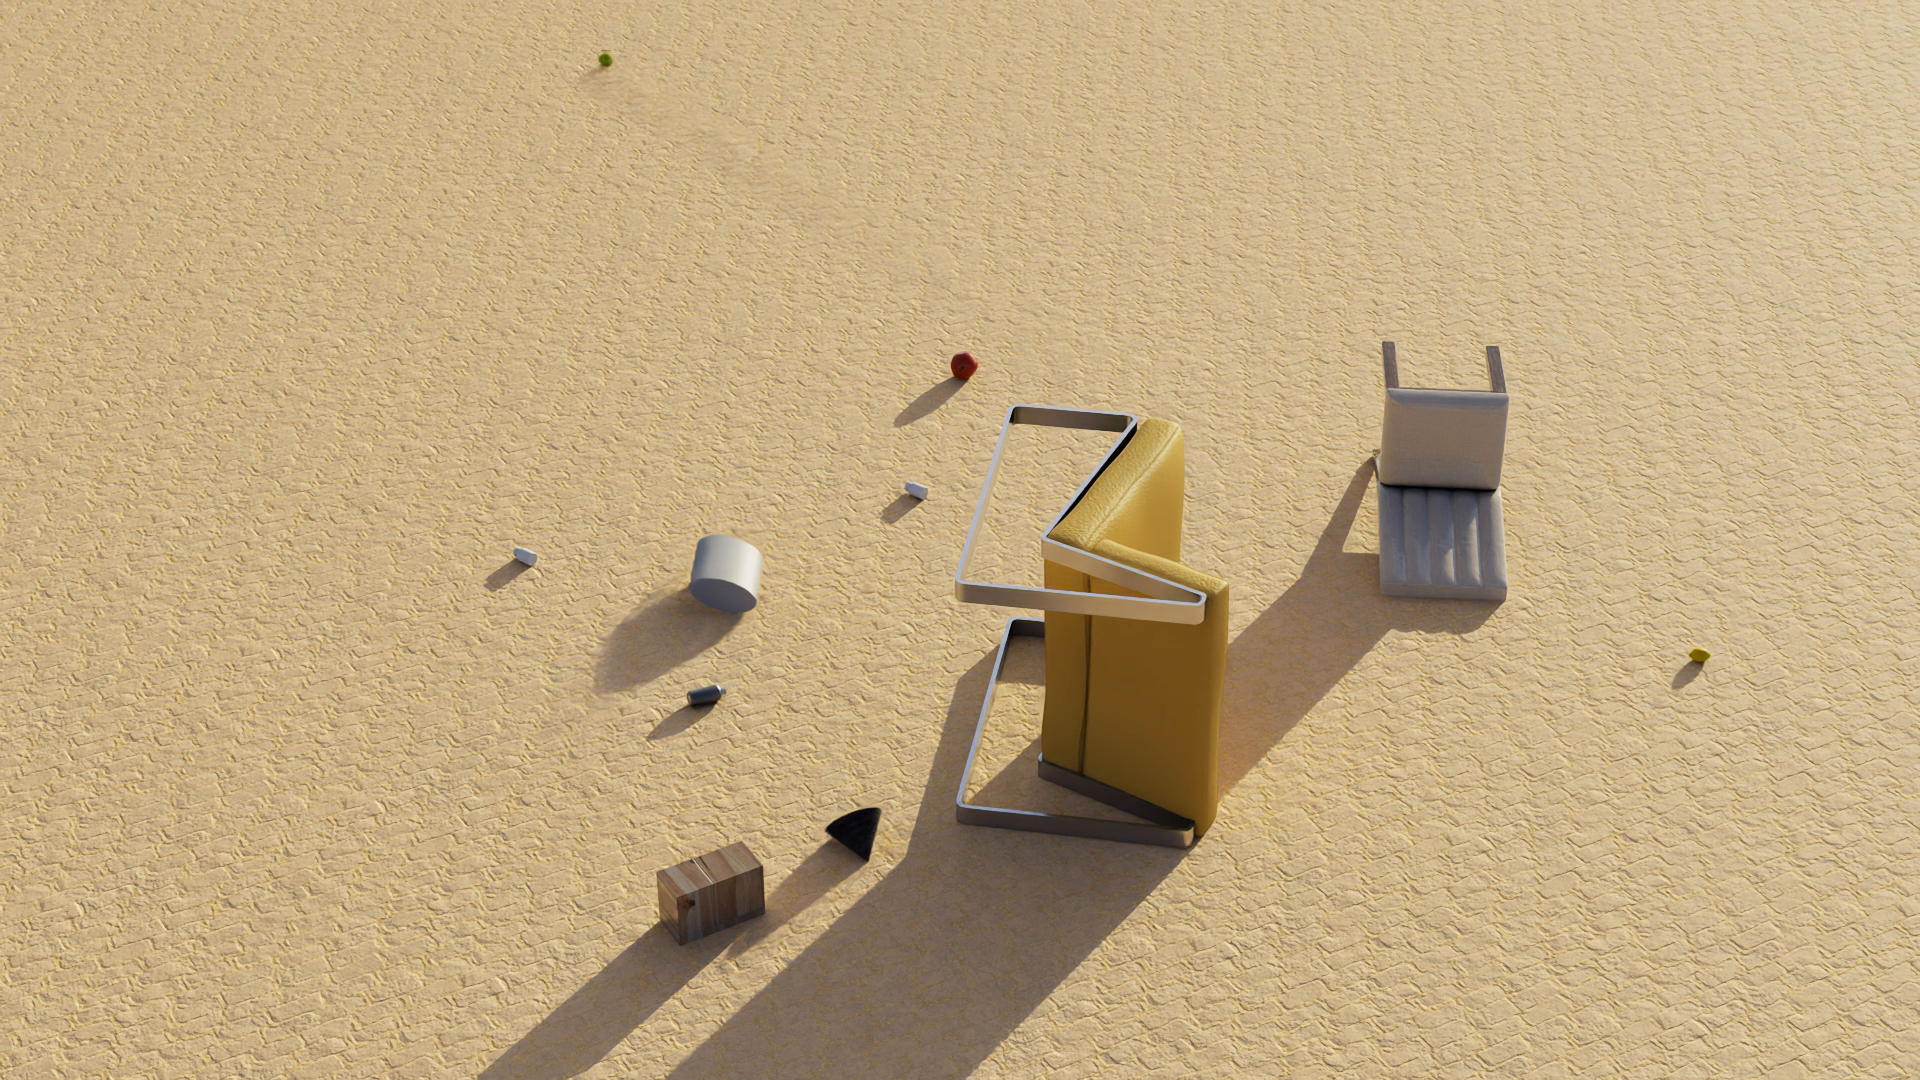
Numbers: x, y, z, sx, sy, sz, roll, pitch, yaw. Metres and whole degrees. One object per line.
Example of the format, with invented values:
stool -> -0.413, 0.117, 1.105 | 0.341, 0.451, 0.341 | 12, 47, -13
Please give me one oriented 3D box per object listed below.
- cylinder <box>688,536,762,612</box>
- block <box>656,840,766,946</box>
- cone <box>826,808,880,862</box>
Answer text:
cylinder -> -0.847, 0.121, 10.626 | 0.250, 0.131, 0.279 | 17, 32, -9
block -> -0.772, 1.096, 9.103 | 0.298, 0.195, 0.141 | -18, 38, -25
cone -> -0.319, 0.968, 9.408 | 0.190, 0.170, 0.149 | -21, 68, -1
